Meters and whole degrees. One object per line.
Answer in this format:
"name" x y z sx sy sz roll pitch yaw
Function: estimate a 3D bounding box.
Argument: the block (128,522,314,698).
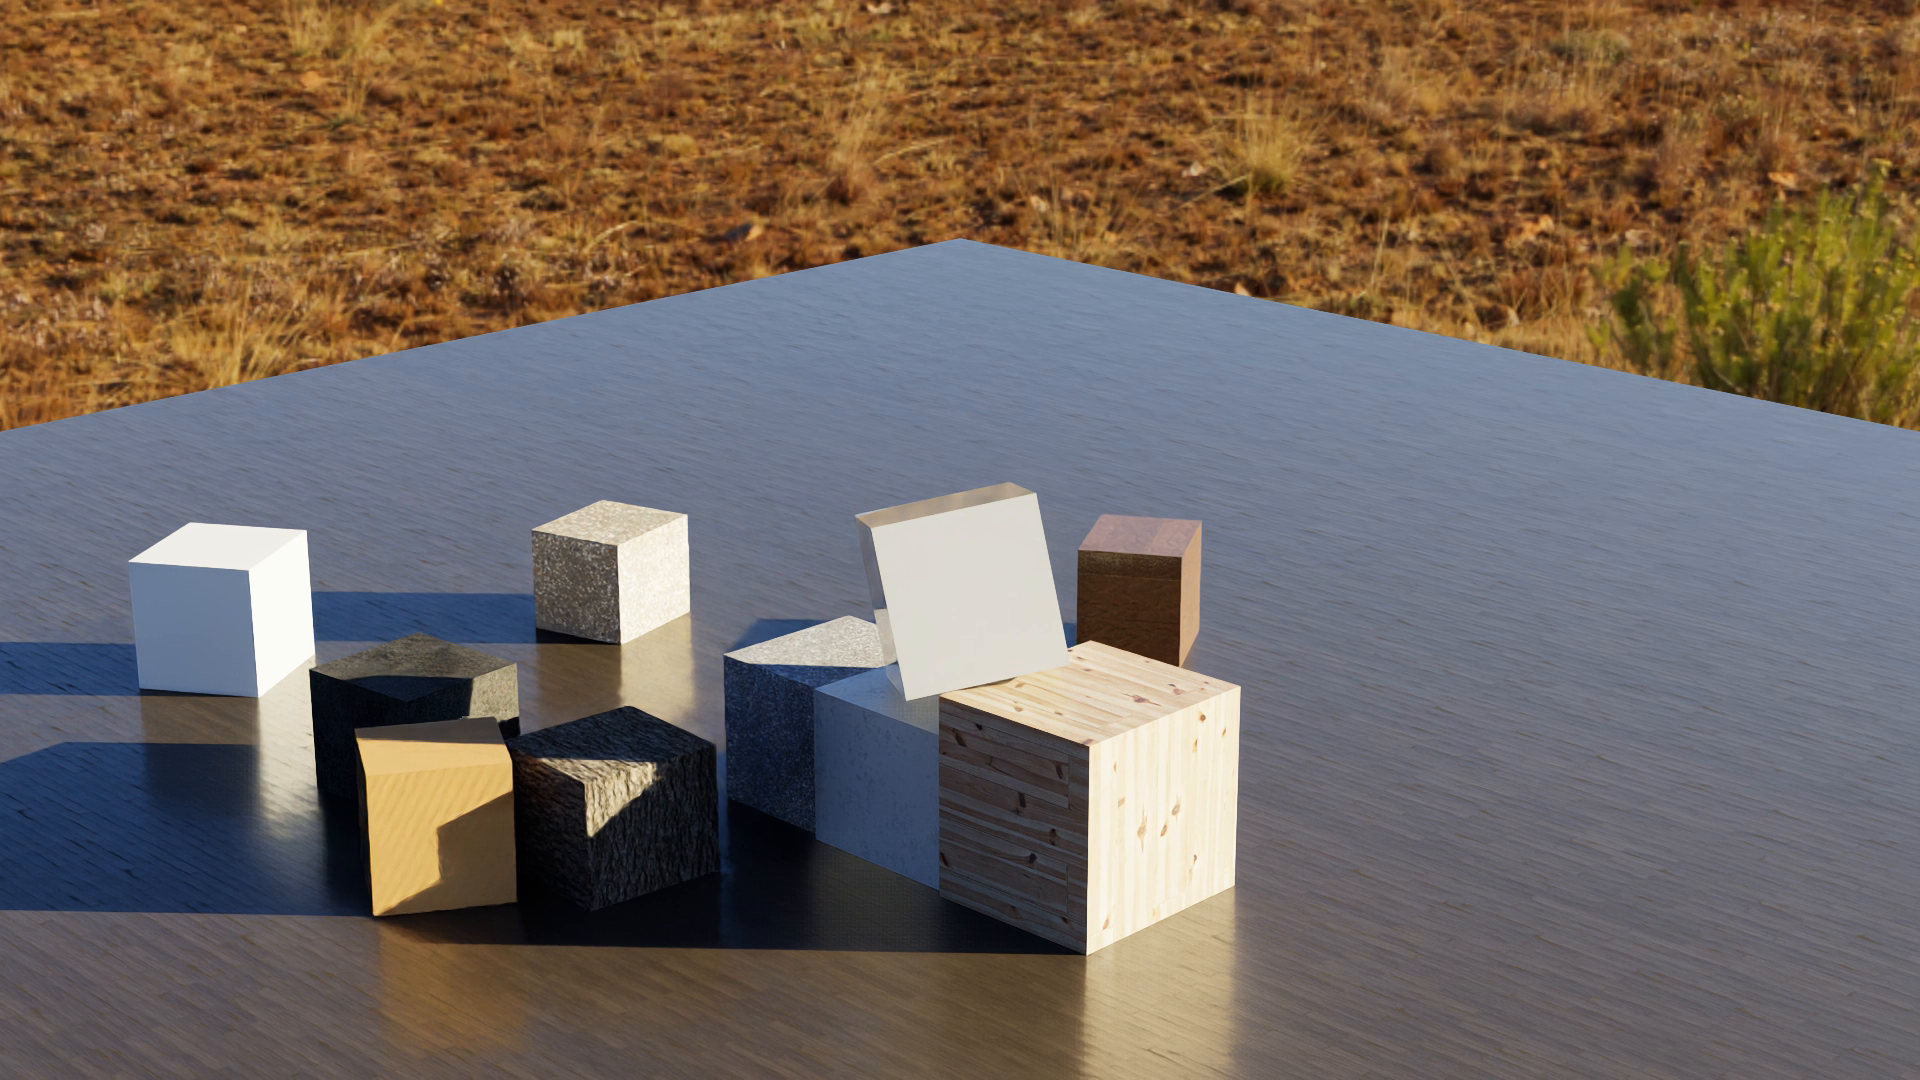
"block" -4.009 0.373 15.962 0.692 0.717 0.718 4 18 12

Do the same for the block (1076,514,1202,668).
"block" 1.002 0.285 16.341 0.573 0.657 0.688 4 18 13

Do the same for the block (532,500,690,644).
"block" -1.996 0.178 16.803 0.600 0.586 0.678 10 20 28

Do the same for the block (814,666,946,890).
"block" -0.081 1.052 13.740 0.852 0.754 0.844 -17 24 -42

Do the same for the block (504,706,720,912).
"block" -1.599 1.218 13.433 0.710 0.616 0.686 -14 22 -38

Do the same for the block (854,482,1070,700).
"block" -0.002 0.219 13.366 0.748 0.783 0.825 -12 6 -6

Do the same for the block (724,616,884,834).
"block" -0.607 0.889 14.283 0.825 0.739 0.682 -17 24 -42

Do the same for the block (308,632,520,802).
"block" -2.671 0.912 14.408 0.719 0.621 0.698 14 22 37

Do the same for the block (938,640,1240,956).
"block" 0.578 1.129 13.143 0.887 0.965 1.014 16 24 41

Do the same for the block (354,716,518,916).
"block" -2.373 1.242 13.261 0.638 0.671 0.593 -4 18 -16
